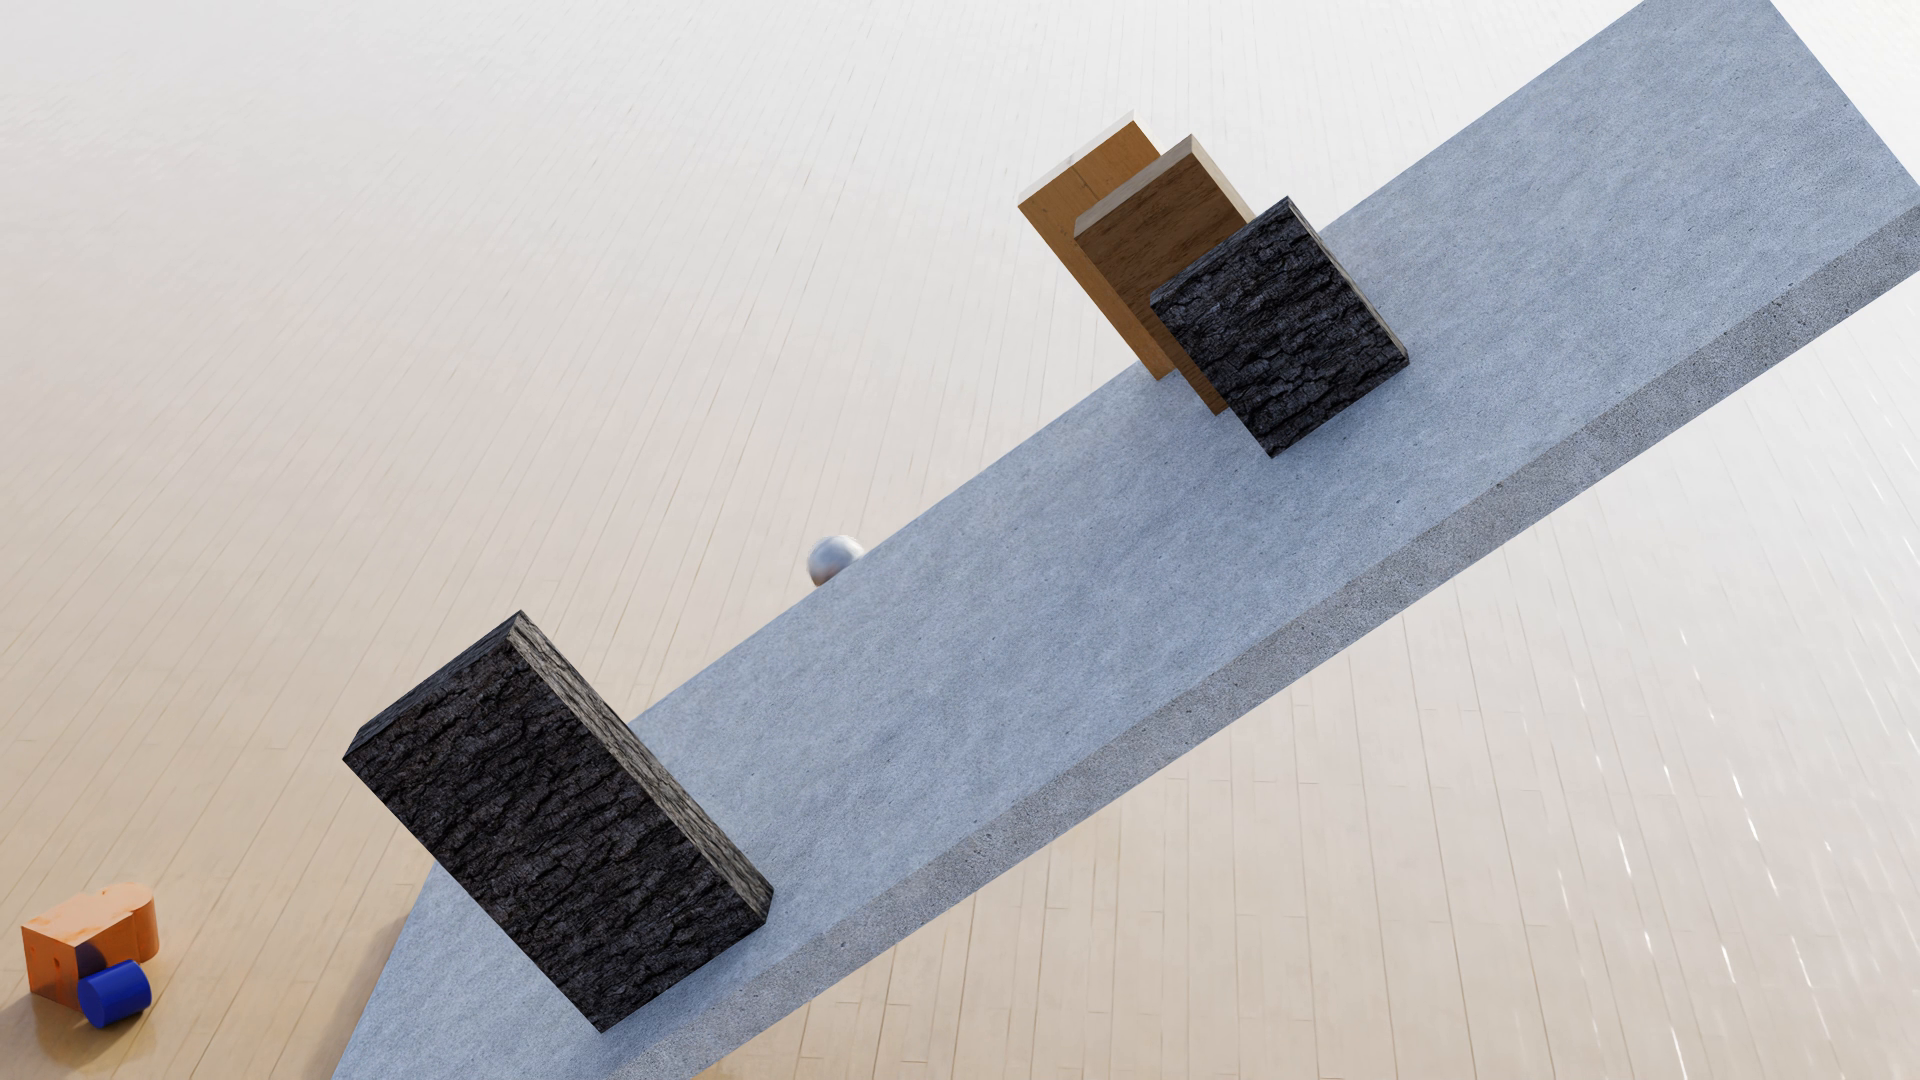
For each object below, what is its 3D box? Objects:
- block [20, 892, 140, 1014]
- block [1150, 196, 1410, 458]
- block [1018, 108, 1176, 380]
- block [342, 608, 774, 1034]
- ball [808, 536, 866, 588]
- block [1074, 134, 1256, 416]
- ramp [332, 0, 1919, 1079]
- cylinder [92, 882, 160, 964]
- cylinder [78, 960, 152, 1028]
[{"bbox_3d":[-2.198,1.033,7.363,0.192,0.192,0.192,14,27,29],"label":"block"},{"bbox_3d":[0.637,-0.421,5.859,0.338,0.406,0.083,-35,16,17],"label":"block"},{"bbox_3d":[0.430,-0.681,6.811,0.335,0.534,0.104,-35,16,17],"label":"block"},{"bbox_3d":[-0.782,0.560,5.777,0.432,0.766,0.135,-35,16,17],"label":"block"},{"bbox_3d":[-0.395,0.086,9.562,0.197,0.197,0.197,0,23,0],"label":"ball"},{"bbox_3d":[0.526,-0.570,6.341,0.313,0.505,0.148,-35,16,17],"label":"block"},{"bbox_3d":[0.124,0.182,6.332,4.000,0.100,2.000,-35,16,17],"label":"ramp"},{"bbox_3d":[-2.136,0.983,7.523,0.157,0.157,0.157,0,23,0],"label":"cylinder"},{"bbox_3d":[-2.083,1.118,7.245,0.129,0.129,0.129,-21,31,-40],"label":"cylinder"}]
